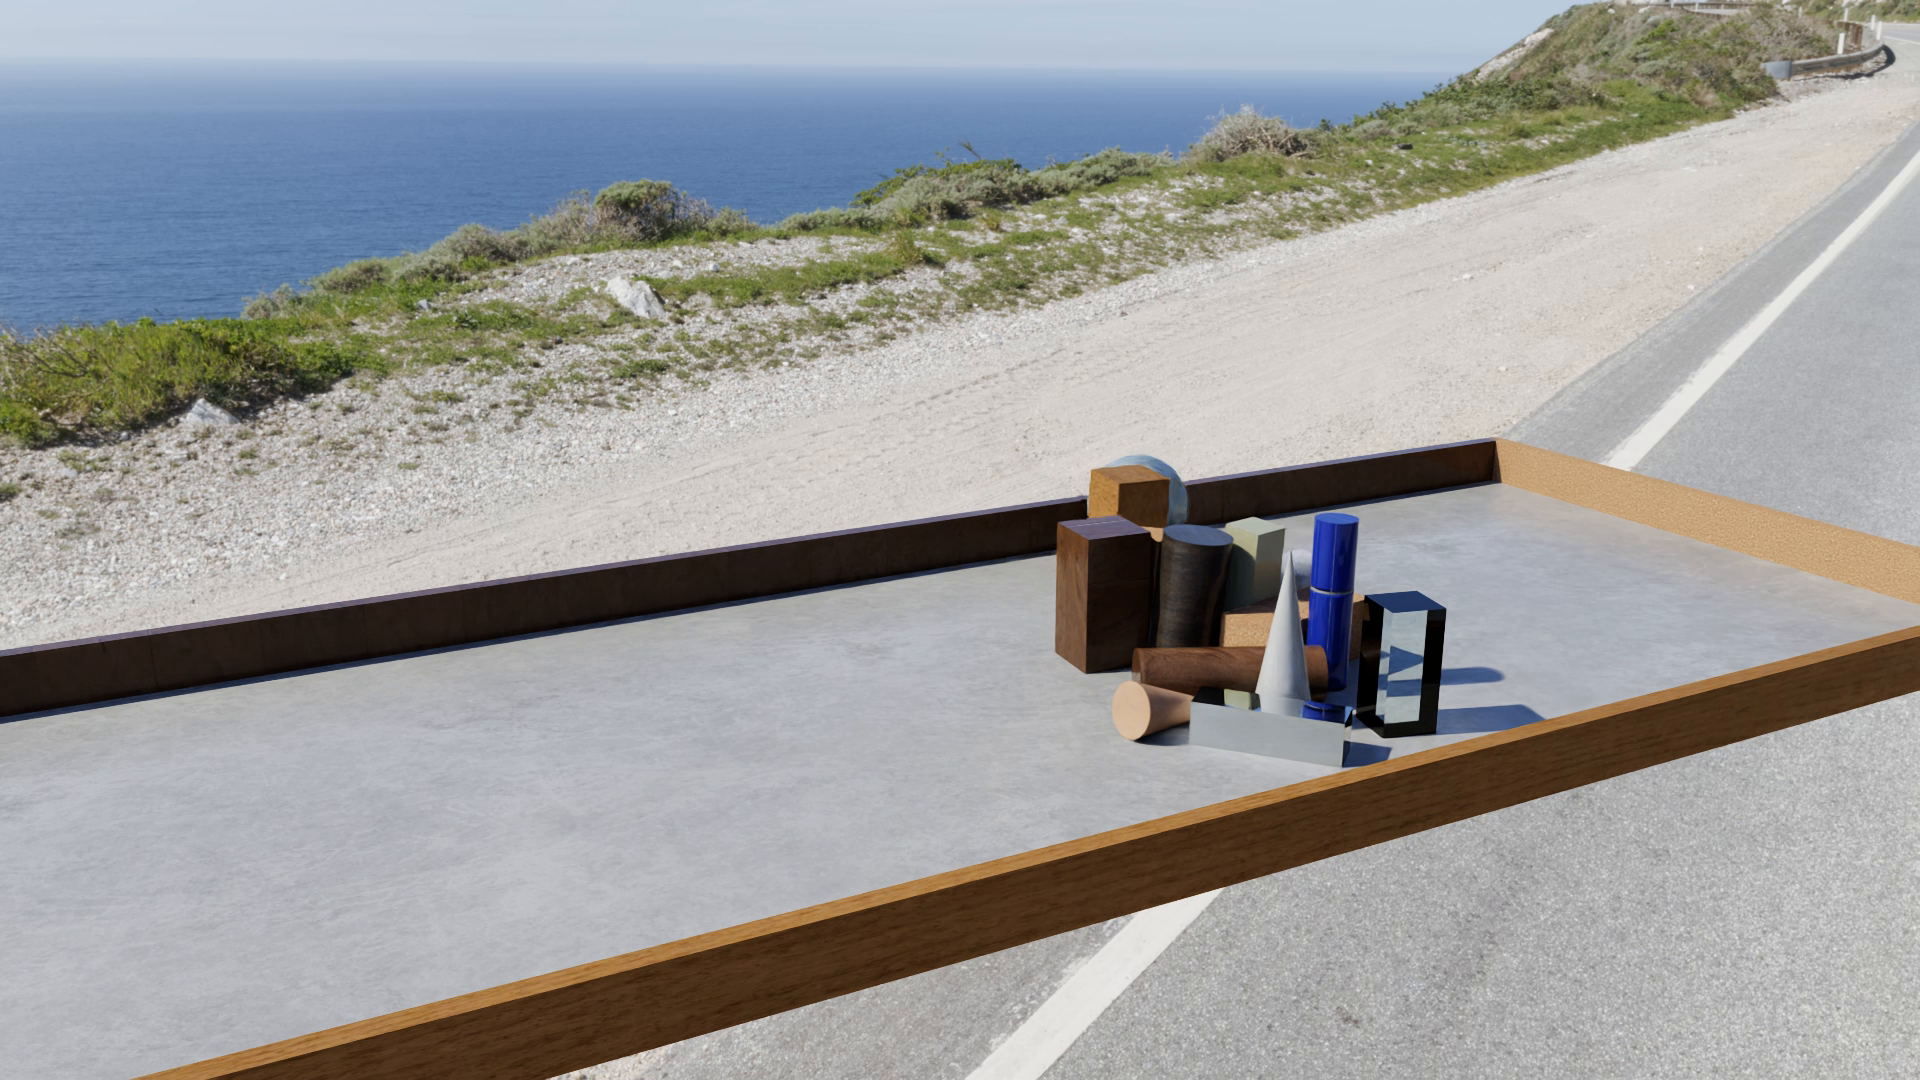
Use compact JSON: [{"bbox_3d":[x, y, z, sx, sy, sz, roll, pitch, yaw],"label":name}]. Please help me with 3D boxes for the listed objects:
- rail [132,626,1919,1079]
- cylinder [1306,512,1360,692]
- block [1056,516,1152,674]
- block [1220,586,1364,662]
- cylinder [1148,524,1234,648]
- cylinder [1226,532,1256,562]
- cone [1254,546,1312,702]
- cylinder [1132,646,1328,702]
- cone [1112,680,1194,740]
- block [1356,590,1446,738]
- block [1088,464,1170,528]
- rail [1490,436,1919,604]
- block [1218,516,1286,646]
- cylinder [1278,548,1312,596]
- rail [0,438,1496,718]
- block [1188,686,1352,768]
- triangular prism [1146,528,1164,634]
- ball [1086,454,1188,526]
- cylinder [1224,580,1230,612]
[{"bbox_3d":[-2.336,1.006,1.665,12.000,0.150,0.050,-9,18,-27],"label":"rail"},{"bbox_3d":[0.915,0.154,4.066,0.106,0.430,0.106,0,16,0],"label":"cylinder"},{"bbox_3d":[0.366,0.138,4.253,0.177,0.357,0.177,-7,18,-22],"label":"block"},{"bbox_3d":[0.861,0.244,4.241,0.394,0.160,0.160,-13,21,-37],"label":"block"},{"bbox_3d":[0.586,0.149,4.215,0.178,0.341,0.178,5,17,-2],"label":"cylinder"},{"bbox_3d":[0.645,0.084,4.789,0.439,0.157,0.157,-10,19,-32],"label":"cylinder"},{"bbox_3d":[0.752,0.225,3.807,0.156,0.438,0.156,0,15,0],"label":"cone"},{"bbox_3d":[0.650,0.328,3.990,0.450,0.141,0.141,-1,16,-3],"label":"cylinder"},{"bbox_3d":[0.534,0.398,3.884,0.343,0.135,0.135,3,12,-34],"label":"cone"},{"bbox_3d":[1.023,0.288,3.832,0.135,0.306,0.135,-4,17,-14],"label":"block"},{"bbox_3d":[0.493,-0.035,4.872,0.170,0.332,0.170,-6,19,-24],"label":"block"},{"bbox_3d":[2.466,-0.048,5.253,0.050,0.150,2.100,-9,18,-27],"label":"rail"},{"bbox_3d":[0.755,0.126,4.302,0.108,0.345,0.108,-13,24,-38],"label":"block"},{"bbox_3d":[0.852,0.123,4.668,0.321,0.152,0.152,-10,19,-29],"label":"cylinder"},{"bbox_3d":[-3.305,0.497,3.399,12.000,0.150,0.050,-9,18,-27],"label":"rail"},{"bbox_3d":[0.703,0.421,3.735,0.346,0.105,0.105,7,18,21],"label":"block"},{"bbox_3d":[0.496,0.124,4.326,0.082,0.325,0.095,20,31,33],"label":"triangular prism"},{"bbox_3d":[0.555,-0.108,5.163,0.316,0.316,0.316,0,16,0],"label":"ball"},{"bbox_3d":[0.520,0.166,4.478,0.400,0.176,0.176,-1,16,-2],"label":"cylinder"}]
